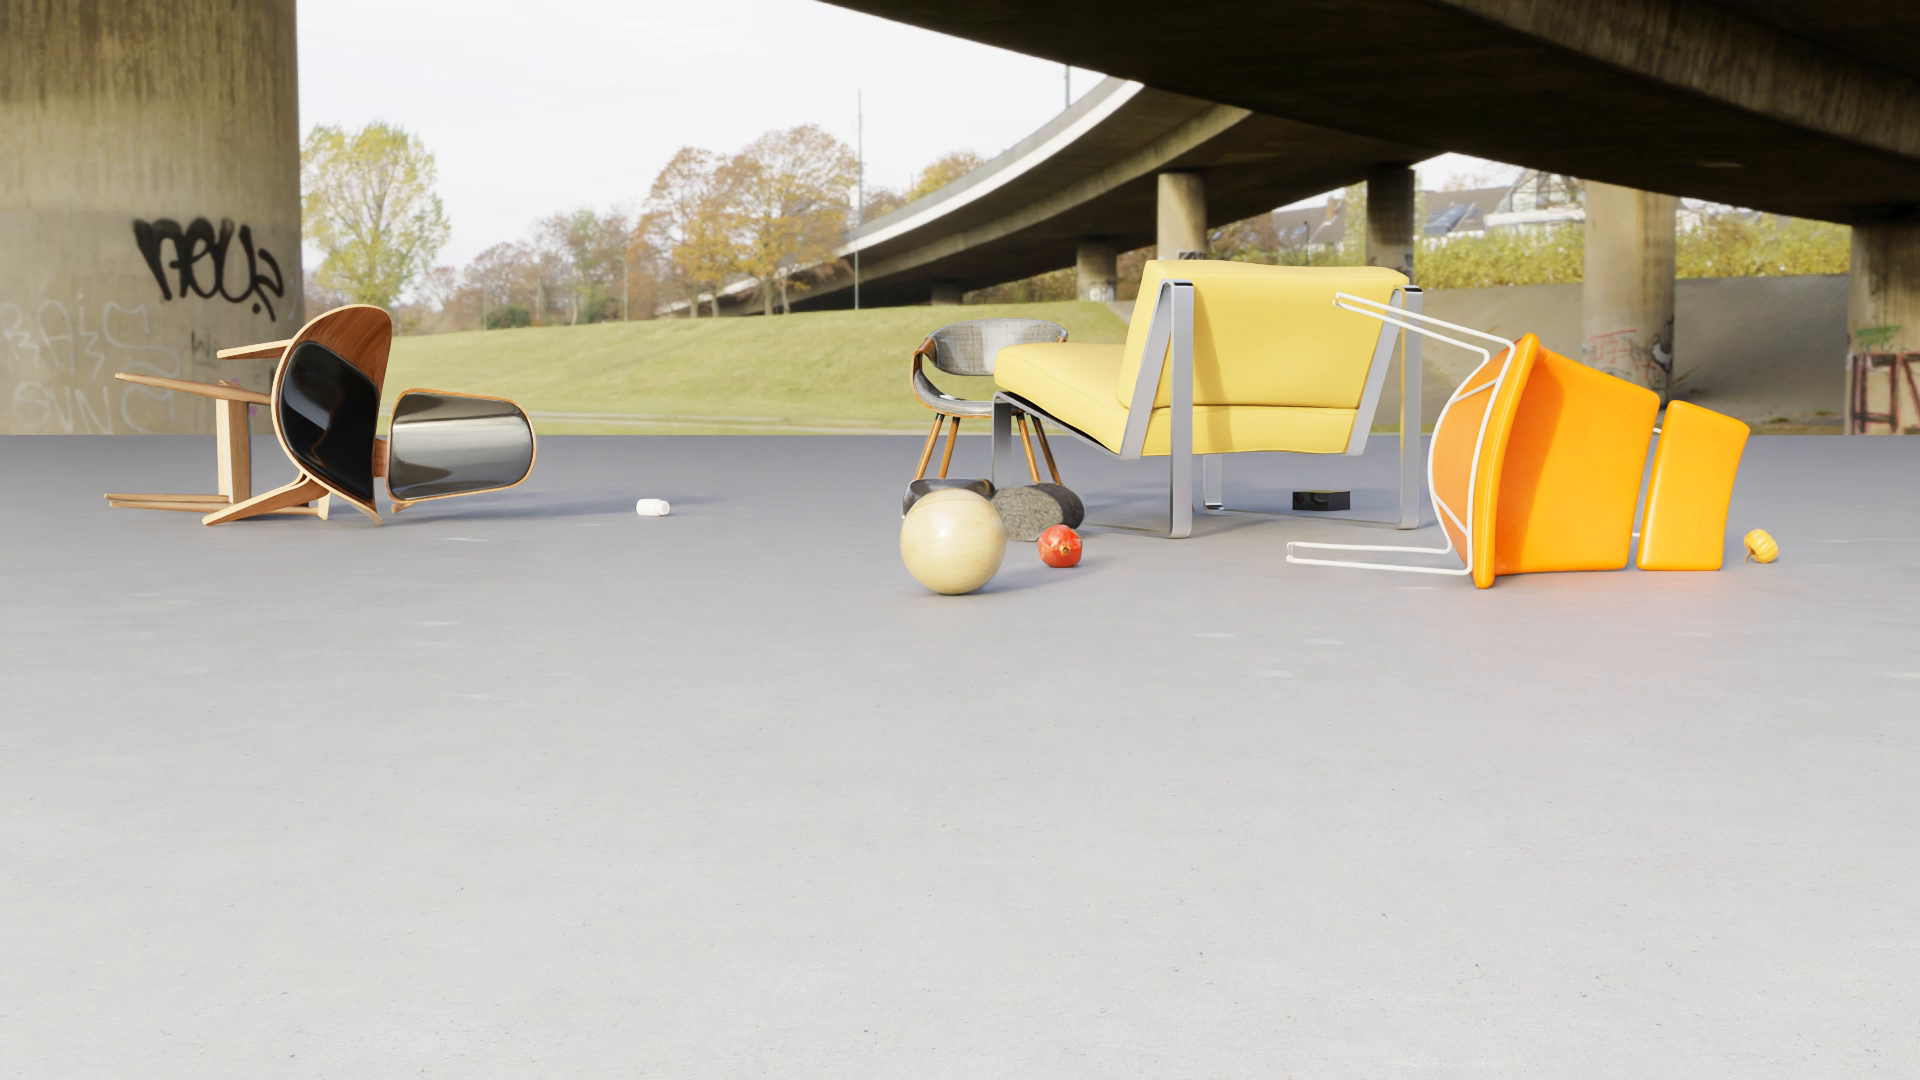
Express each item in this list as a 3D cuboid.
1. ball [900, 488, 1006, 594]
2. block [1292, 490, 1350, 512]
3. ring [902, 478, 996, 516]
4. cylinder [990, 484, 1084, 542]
[{"bbox_3d":[-0.015,0.003,4.796,0.234,0.234,0.234,0,4,0],"label":"ball"},{"bbox_3d":[1.346,-0.147,8.191,0.150,0.068,0.169,3,5,38],"label":"block"},{"bbox_3d":[-0.029,-0.108,6.900,0.311,0.169,0.265,0,1,22],"label":"ring"},{"bbox_3d":[0.227,-0.084,6.593,0.235,0.161,0.265,5,5,17],"label":"cylinder"}]
